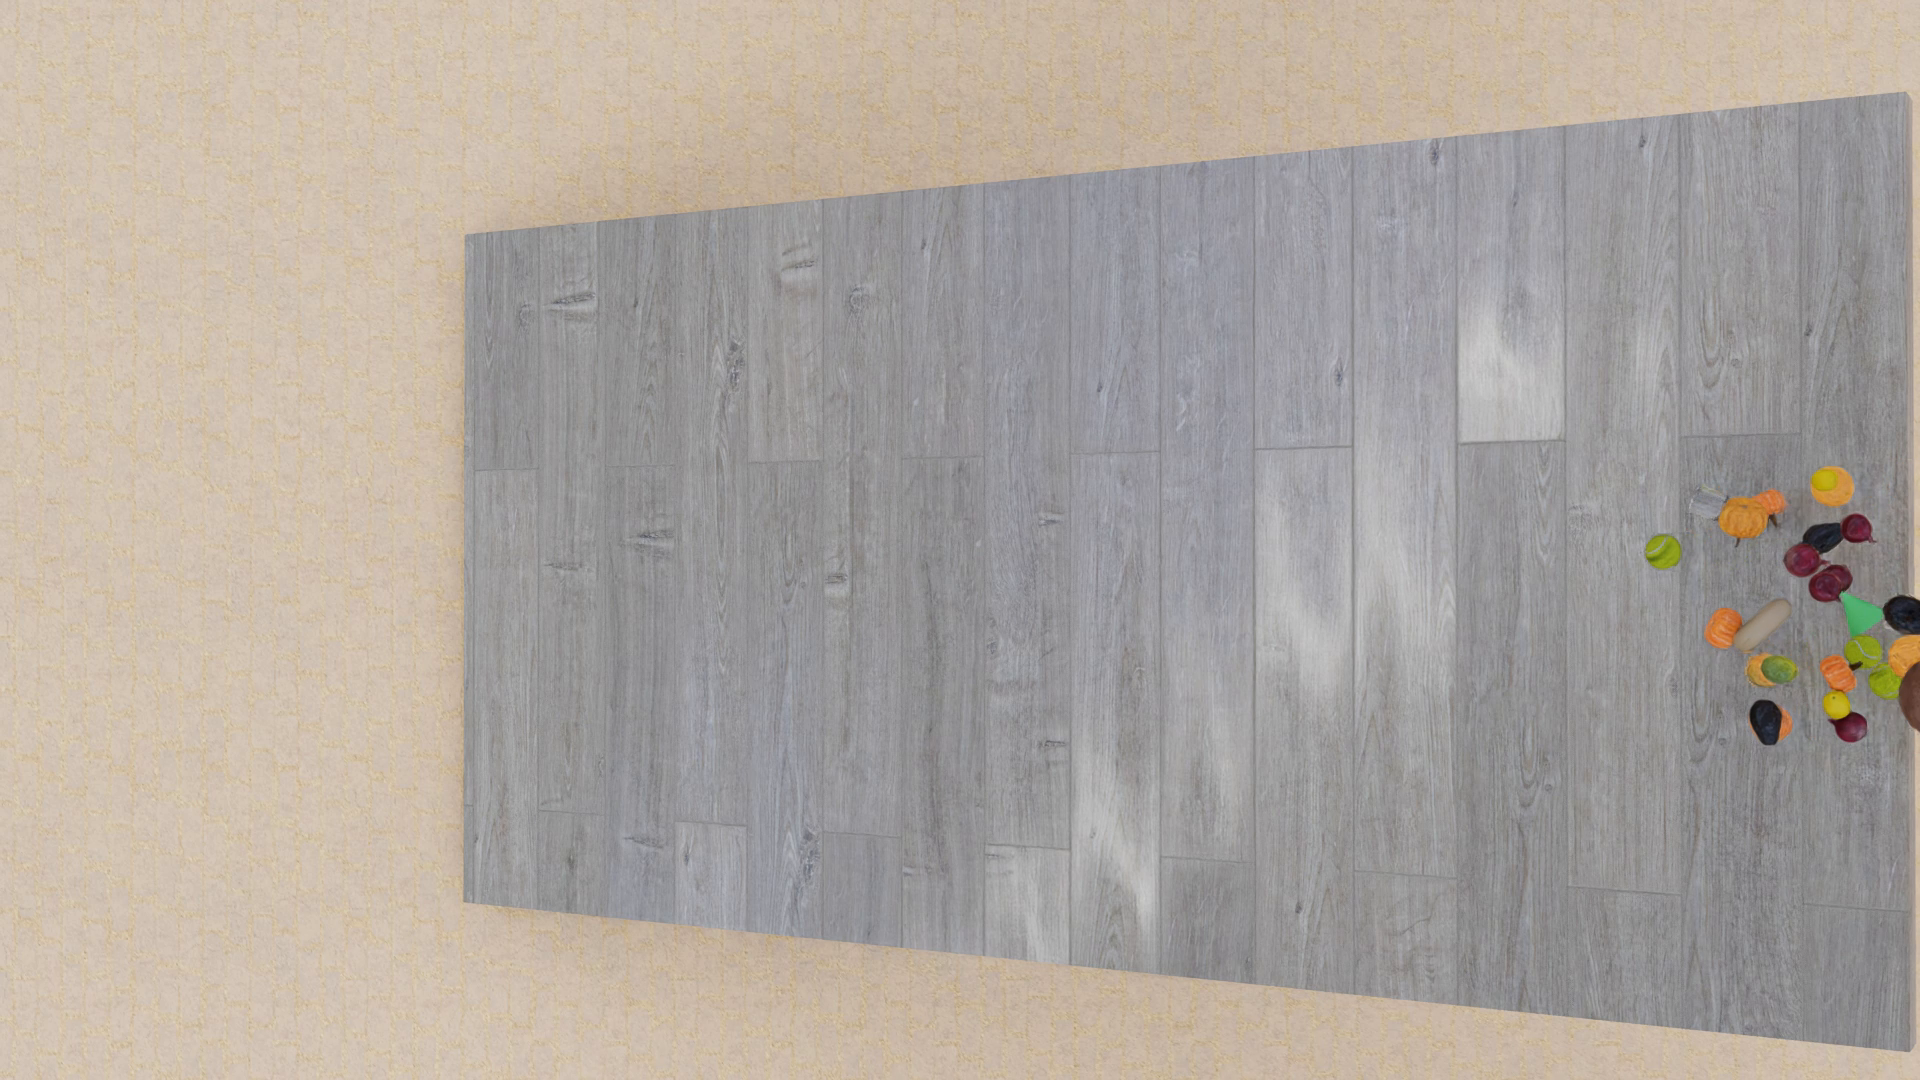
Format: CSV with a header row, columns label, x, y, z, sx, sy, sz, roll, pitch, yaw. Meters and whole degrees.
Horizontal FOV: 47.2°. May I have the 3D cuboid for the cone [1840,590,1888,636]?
label,x,y,z,sx,sy,sz,roll,pitch,yaw
cone,1.788,0.134,4.393,0.085,0.085,0.085,-39,84,0

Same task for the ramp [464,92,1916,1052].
label,x,y,z,sx,sy,sz,roll,pitch,yaw
ramp,0.269,0.074,5.625,4.000,0.100,2.000,0,89,30
